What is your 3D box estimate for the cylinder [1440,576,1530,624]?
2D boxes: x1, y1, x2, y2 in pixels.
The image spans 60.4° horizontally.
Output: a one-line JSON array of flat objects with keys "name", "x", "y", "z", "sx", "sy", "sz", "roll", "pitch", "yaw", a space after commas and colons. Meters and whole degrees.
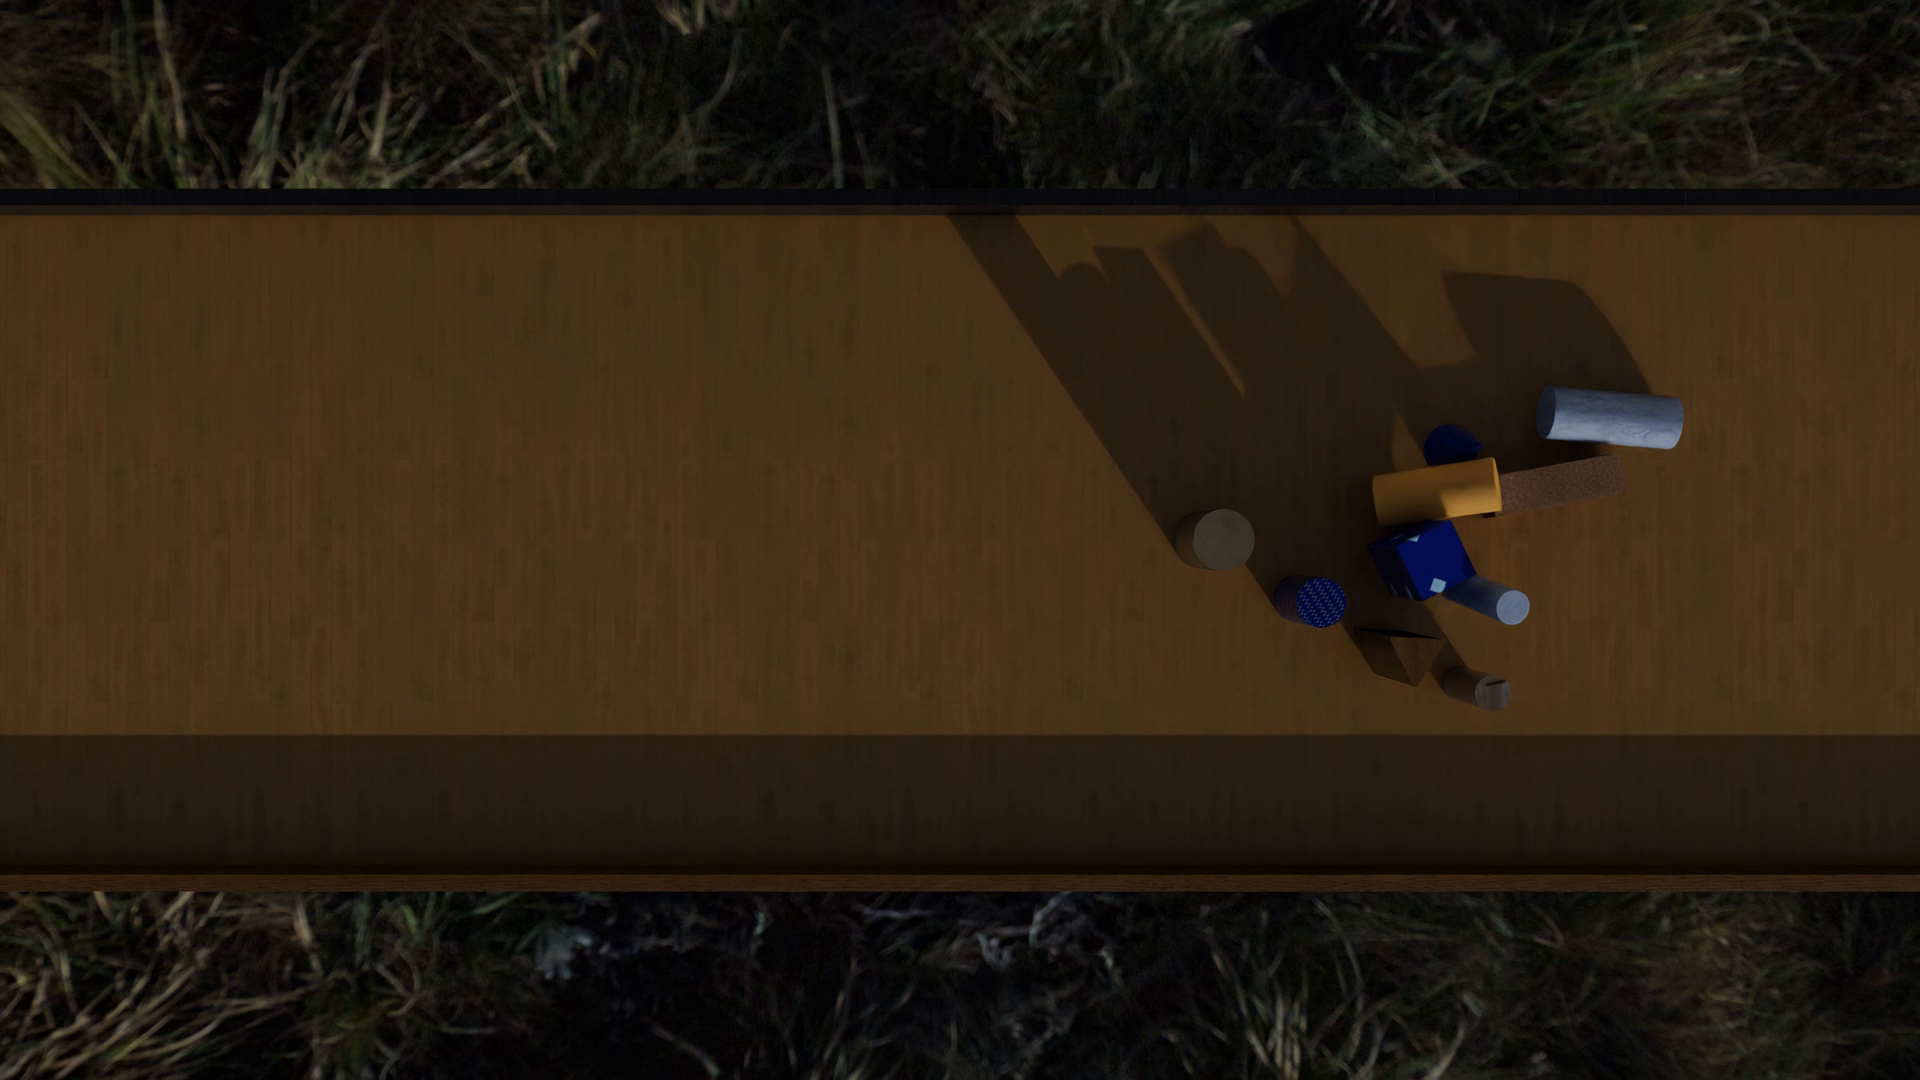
[{"name": "cylinder", "x": 1.546, "y": 0.164, "z": 4.881, "sx": 0.101, "sy": 0.378, "sz": 0.101, "roll": -1, "pitch": 99, "yaw": -9}]

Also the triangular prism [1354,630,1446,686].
[{"name": "triangular prism", "x": 1.267, "y": 0.312, "z": 4.858, "sx": 0.134, "sy": 0.438, "sz": 0.155, "roll": 33, "pitch": 90, "yaw": 0}]

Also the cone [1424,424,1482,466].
[{"name": "cone", "x": 1.509, "y": -0.276, "z": 4.920, "sx": 0.164, "sy": 0.312, "sz": 0.164, "roll": 0, "pitch": 90, "yaw": 0}]

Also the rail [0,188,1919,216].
[{"name": "rail", "x": -2.247, "y": -1.025, "z": 5.002, "sx": 12.000, "sy": 0.150, "sz": 0.050, "roll": 0, "pitch": 90, "yaw": 0}]

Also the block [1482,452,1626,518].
[{"name": "block", "x": 1.794, "y": -0.165, "z": 5.015, "sx": 0.400, "sy": 0.123, "sz": 0.123, "roll": -11, "pitch": 90, "yaw": 0}]

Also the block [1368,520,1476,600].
[{"name": "block", "x": 1.368, "y": 0.058, "z": 4.905, "sx": 0.174, "sy": 0.341, "sz": 0.174, "roll": -26, "pitch": 90, "yaw": 0}]

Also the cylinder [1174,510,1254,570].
[{"name": "cylinder", "x": 0.745, "y": 0.000, "z": 4.868, "sx": 0.175, "sy": 0.416, "sz": 0.175, "roll": 0, "pitch": 90, "yaw": 0}]

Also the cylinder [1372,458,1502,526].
[{"name": "cylinder", "x": 1.427, "y": -0.142, "z": 4.936, "sx": 0.349, "sy": 0.160, "sz": 0.160, "roll": -8, "pitch": 90, "yaw": 23}]

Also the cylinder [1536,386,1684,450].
[{"name": "cylinder", "x": 1.966, "y": -0.371, "z": 4.996, "sx": 0.383, "sy": 0.161, "sz": 0.161, "roll": 5, "pitch": 90, "yaw": 0}]

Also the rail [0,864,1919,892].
[{"name": "rail", "x": -2.247, "y": 1.025, "z": 5.001, "sx": 12.000, "sy": 0.150, "sz": 0.050, "roll": 0, "pitch": 90, "yaw": 0}]

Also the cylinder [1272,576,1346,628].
[{"name": "cylinder", "x": 1.034, "y": 0.180, "z": 4.897, "sx": 0.143, "sy": 0.359, "sz": 0.143, "roll": 0, "pitch": 90, "yaw": 0}]

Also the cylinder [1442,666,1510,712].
[{"name": "cylinder", "x": 1.534, "y": 0.441, "z": 4.911, "sx": 0.104, "sy": 0.331, "sz": 0.104, "roll": 0, "pitch": 90, "yaw": 0}]
